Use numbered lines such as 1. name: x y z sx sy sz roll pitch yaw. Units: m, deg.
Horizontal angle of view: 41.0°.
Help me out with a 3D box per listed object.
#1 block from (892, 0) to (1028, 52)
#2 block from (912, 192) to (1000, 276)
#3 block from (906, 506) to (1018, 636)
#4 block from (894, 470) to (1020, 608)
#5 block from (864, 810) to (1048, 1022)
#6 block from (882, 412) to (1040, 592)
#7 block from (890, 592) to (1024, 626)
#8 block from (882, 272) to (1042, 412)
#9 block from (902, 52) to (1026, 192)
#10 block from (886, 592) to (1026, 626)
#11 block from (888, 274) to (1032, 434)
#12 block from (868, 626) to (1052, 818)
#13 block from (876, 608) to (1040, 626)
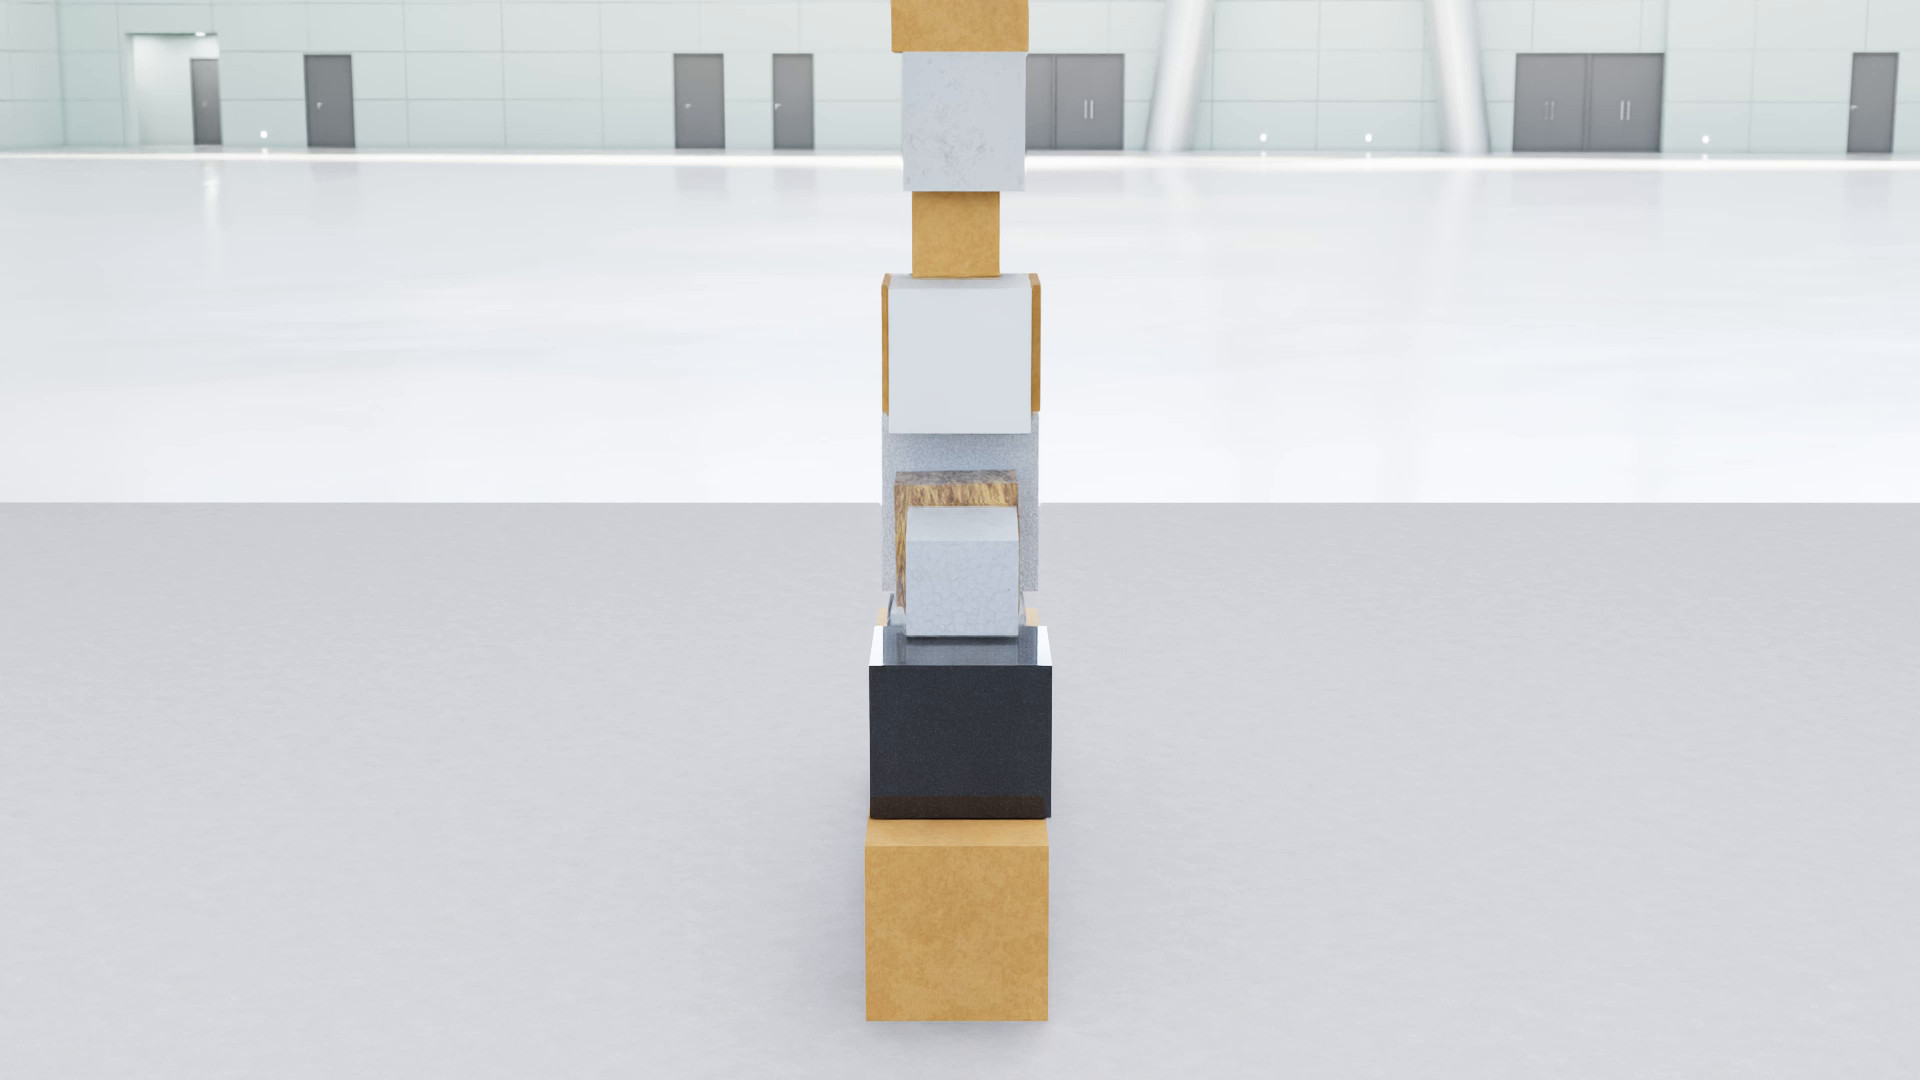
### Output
1. block: 0.000 -2.323 10.762 0.564 0.544 0.546 0 10 0
2. block: -0.017 -1.320 10.944 0.367 0.358 0.430 0 10 0
3. block: 0.009 0.122 10.352 0.445 0.407 0.425 0 20 0
4. block: -0.012 -0.005 10.813 0.510 0.518 0.449 -1 9 0
5. block: -0.012 1.410 9.903 0.683 0.682 0.675 0 10 0
6. block: 0.001 -0.221 11.368 0.673 0.766 0.702 0 11 0
7. block: -0.010 0.572 10.816 0.545 0.626 0.646 0 7 0
8. block: 0.005 -0.881 11.327 0.684 0.545 0.619 0 11 0
9. block: 0.017 -1.776 10.861 0.504 0.568 0.563 0 10 0
10. block: -0.015 0.584 11.443 0.603 0.610 0.568 0 10 0
11. block: 0.000 -0.787 10.733 0.580 0.594 0.547 0 13 0
12. block: 0.002 0.708 10.129 0.695 0.599 0.701 0 10 0
13. block: -0.009 0.810 12.847 0.807 0.810 0.704 0 10 0
